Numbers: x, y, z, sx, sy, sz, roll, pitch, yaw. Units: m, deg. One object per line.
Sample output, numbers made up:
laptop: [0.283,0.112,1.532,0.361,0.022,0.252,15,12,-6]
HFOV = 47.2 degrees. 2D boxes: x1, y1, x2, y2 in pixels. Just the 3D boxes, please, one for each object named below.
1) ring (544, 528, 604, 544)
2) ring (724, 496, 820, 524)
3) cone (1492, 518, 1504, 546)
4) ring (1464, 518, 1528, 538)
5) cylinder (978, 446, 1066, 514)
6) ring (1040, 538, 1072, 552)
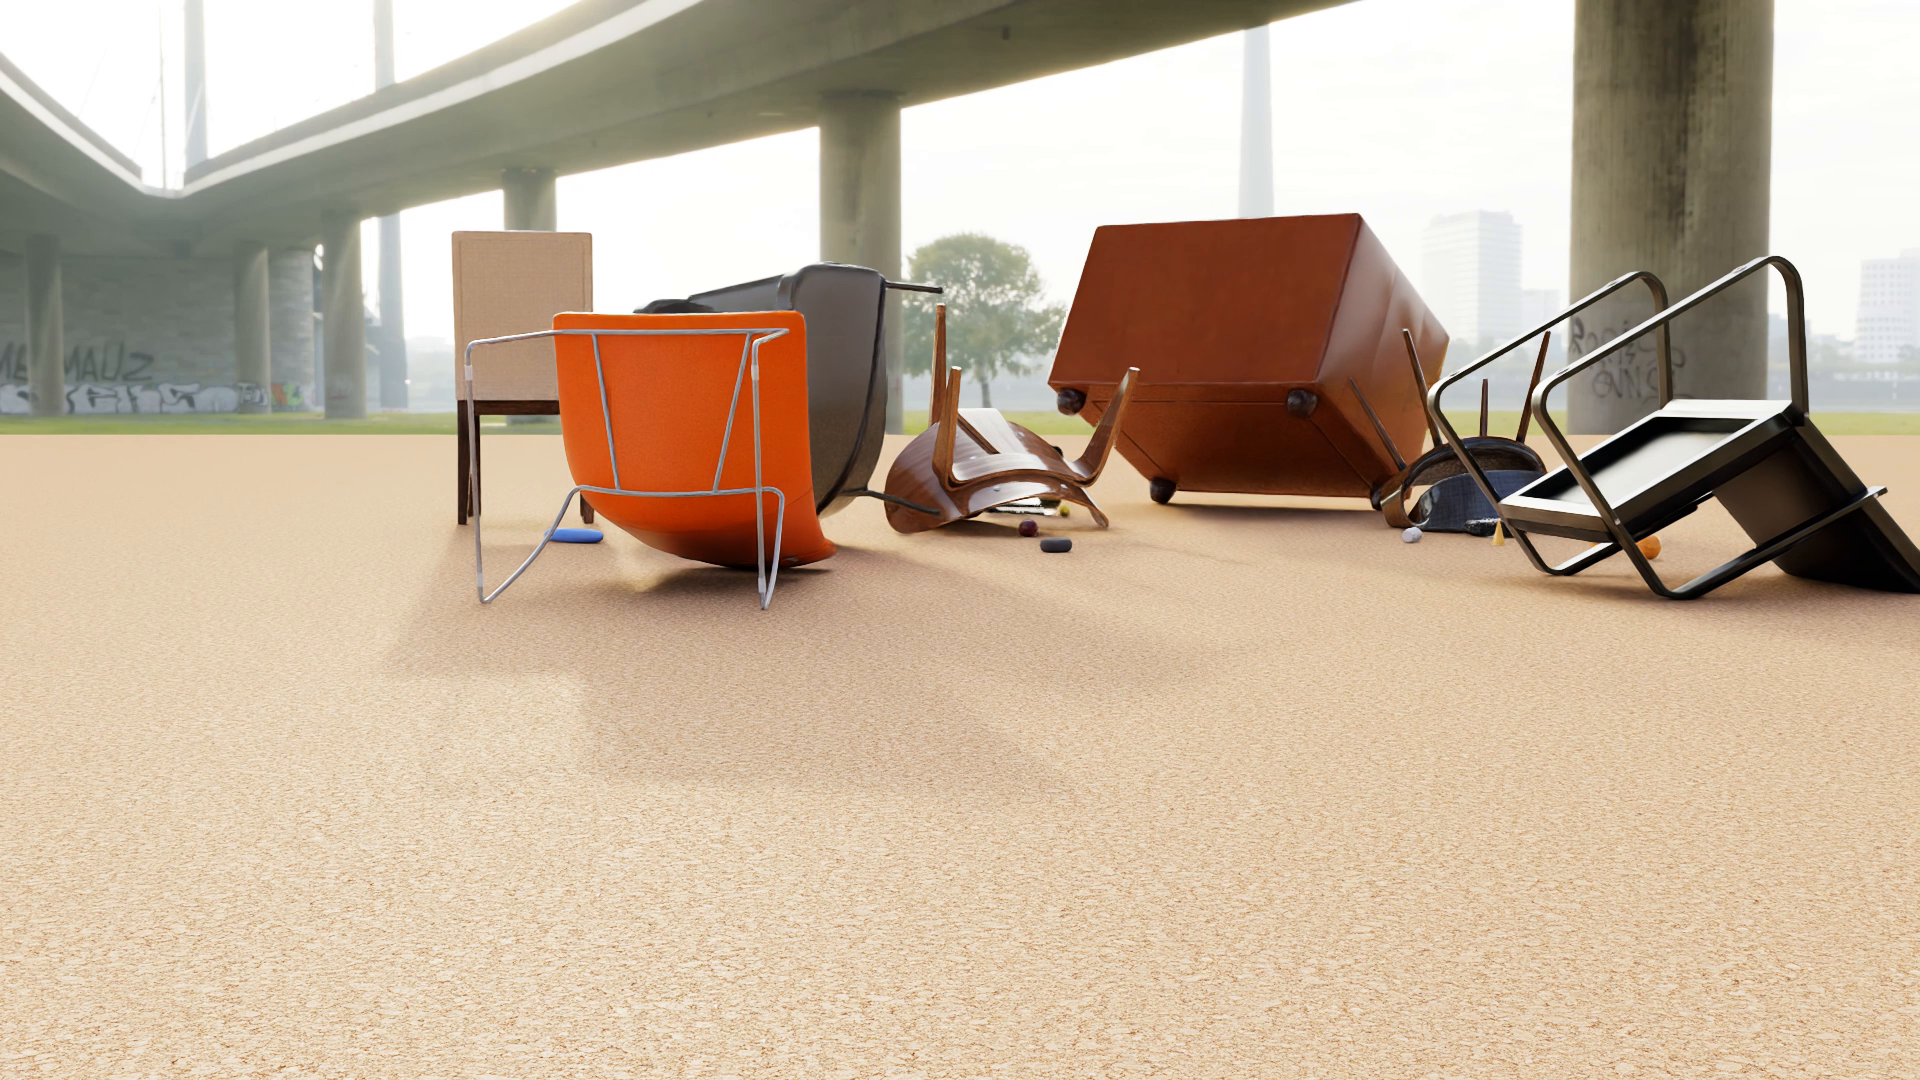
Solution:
ring: [-1.135,-0.013,6.464,0.242,0.039,0.086,3,4,39]
ring: [-0.636,-0.104,7.457,0.328,0.084,0.324,2,3,11]
cone: [1.555,-0.026,6.346,0.037,0.080,0.063,1,4,19]
ring: [1.634,-0.037,6.700,0.171,0.053,0.200,-2,5,-43]
cylinder: [0.223,-0.217,7.918,0.247,0.258,0.206,2,-26,29]
ring: [0.266,0.014,6.078,0.083,0.037,0.107,1,3,33]
